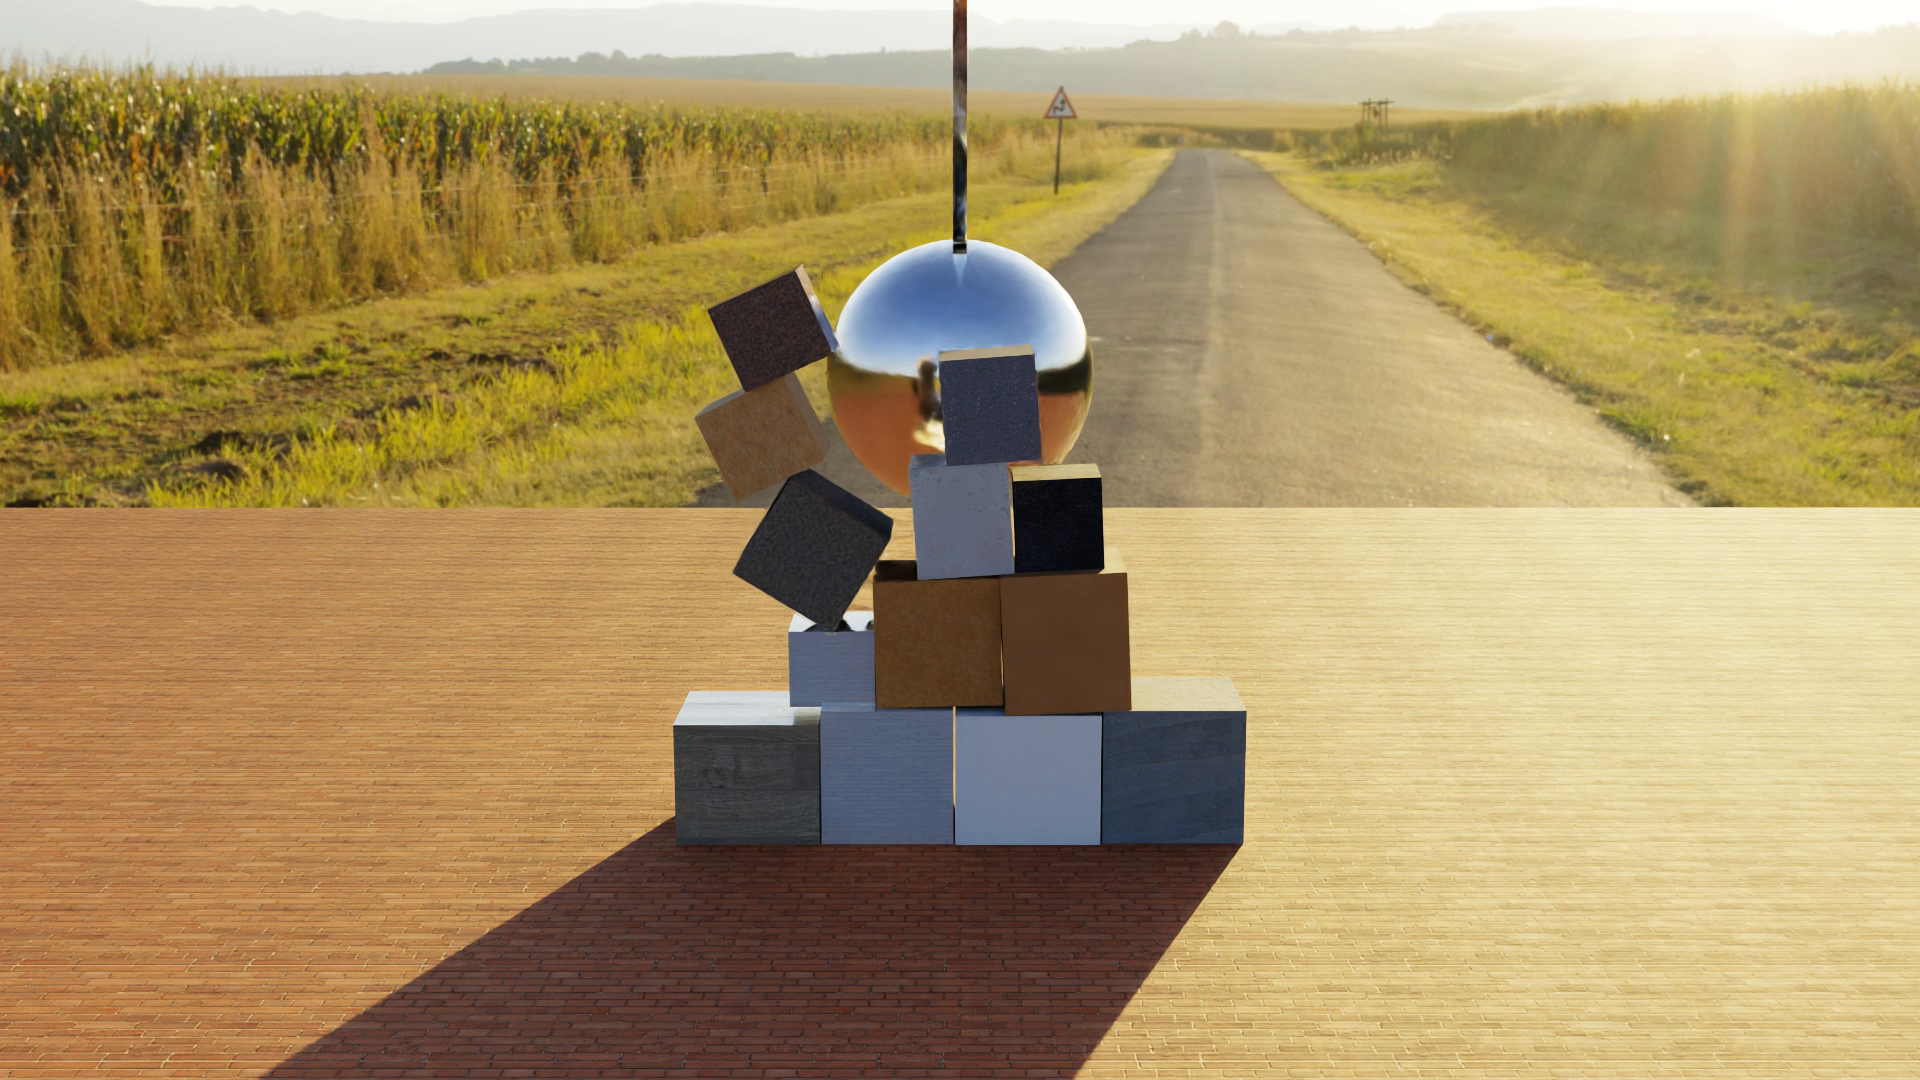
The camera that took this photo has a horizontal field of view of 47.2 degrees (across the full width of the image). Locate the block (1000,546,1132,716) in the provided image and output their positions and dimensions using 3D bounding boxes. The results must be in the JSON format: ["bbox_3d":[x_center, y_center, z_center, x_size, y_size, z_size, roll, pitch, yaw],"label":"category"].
[{"bbox_3d":[0.528,0.458,11.261,0.631,0.704,0.690,-3,10,0],"label":"block"}]

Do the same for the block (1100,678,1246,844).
[{"bbox_3d":[1.076,1.132,11.404,0.717,0.692,0.694,0,10,0],"label":"block"}]

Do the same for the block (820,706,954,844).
[{"bbox_3d":[-0.366,1.135,11.395,0.665,0.690,0.690,0,10,0],"label":"block"}]

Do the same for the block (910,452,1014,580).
[{"bbox_3d":[0.011,-0.135,11.137,0.484,0.563,0.474,-4,10,1],"label":"block"}]

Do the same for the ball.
[{"bbox_3d":[0.000,-0.986,13.109,1.600,1.600,1.600,0,10,0],"label":"ball"}]

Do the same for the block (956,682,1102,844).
[{"bbox_3d":[0.342,1.147,11.387,0.731,0.669,0.702,0,10,0],"label":"block"}]

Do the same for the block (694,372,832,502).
[{"bbox_3d":[-0.988,-0.543,11.106,0.489,0.467,0.478,-25,10,5],"label":"block"}]

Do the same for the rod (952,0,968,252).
[{"bbox_3d":[0.000,-3.914,11.382,0.080,5.200,0.080,0,31,0],"label":"rod"}]

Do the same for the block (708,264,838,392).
[{"bbox_3d":[-0.926,-1.060,10.963,0.475,0.445,0.457,-23,10,5],"label":"block"}]

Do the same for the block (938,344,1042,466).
[{"bbox_3d":[0.147,-0.682,11.050,0.473,0.521,0.519,-4,10,0],"label":"block"}]

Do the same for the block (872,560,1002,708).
[{"bbox_3d":[-0.110,0.469,11.276,0.633,0.646,0.576,-2,10,0],"label":"block"}]

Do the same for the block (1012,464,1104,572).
[{"bbox_3d":[0.494,-0.116,11.164,0.436,0.463,0.476,-3,10,0],"label":"block"}]

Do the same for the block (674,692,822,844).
[{"bbox_3d":[-1.071,1.170,11.387,0.726,0.623,0.683,0,10,0],"label":"block"}]

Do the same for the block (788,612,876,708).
[{"bbox_3d":[-0.643,0.607,11.277,0.432,0.390,0.468,0,10,0],"label":"block"}]

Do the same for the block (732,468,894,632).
[{"bbox_3d":[-0.738,0.029,11.189,0.581,0.558,0.588,31,9,-6],"label":"block"}]
